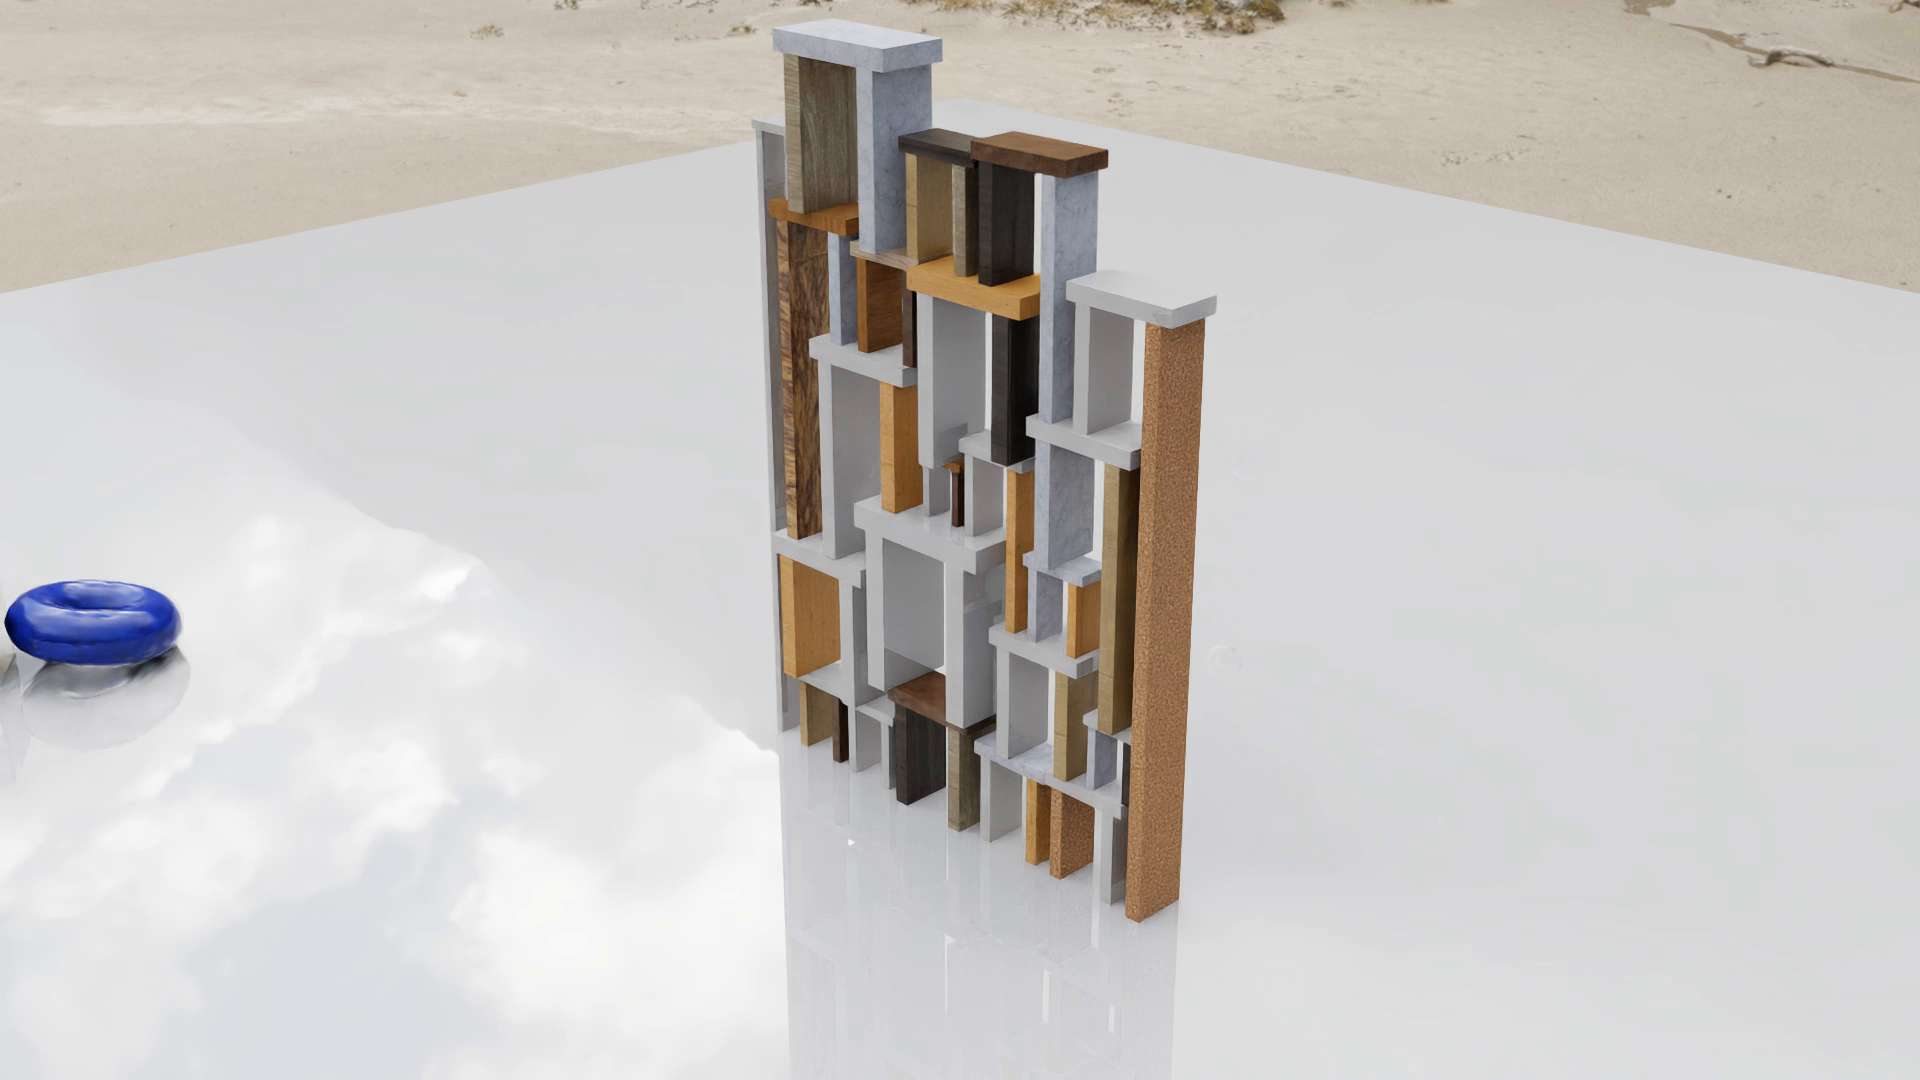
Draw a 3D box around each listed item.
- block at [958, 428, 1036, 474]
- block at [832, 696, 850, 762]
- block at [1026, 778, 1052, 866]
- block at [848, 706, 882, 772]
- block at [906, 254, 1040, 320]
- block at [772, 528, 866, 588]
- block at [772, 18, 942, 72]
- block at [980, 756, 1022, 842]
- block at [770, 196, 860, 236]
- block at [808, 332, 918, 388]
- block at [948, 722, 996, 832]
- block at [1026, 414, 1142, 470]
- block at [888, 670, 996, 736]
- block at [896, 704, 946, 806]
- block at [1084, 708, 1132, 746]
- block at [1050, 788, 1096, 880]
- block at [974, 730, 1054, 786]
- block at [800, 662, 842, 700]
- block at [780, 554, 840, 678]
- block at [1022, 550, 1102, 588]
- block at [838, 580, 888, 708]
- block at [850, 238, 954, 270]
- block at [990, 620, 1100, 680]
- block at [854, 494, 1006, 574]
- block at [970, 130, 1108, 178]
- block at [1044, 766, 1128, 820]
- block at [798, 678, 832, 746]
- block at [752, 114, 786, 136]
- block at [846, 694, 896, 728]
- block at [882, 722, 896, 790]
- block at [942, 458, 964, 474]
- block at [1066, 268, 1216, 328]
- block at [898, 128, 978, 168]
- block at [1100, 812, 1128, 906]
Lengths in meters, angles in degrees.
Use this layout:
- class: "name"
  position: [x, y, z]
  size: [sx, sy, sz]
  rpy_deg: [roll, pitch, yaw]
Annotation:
- class: "block"
  position: [0.083, -0.165, 4.065]
  size: [0.081, 0.023, 0.163]
  rpy_deg: [-21, 31, -40]
- class: "block"
  position: [-0.234, 0.387, 4.650]
  size: [0.077, 0.155, 0.022]
  rpy_deg: [-21, 31, -41]
- class: "block"
  position: [0.170, 0.531, 4.272]
  size: [0.026, 0.185, 0.093]
  rpy_deg: [21, 31, 41]
- class: "block"
  position: [-0.198, 0.406, 4.611]
  size: [0.021, 0.151, 0.076]
  rpy_deg: [21, 31, 41]
- class: "block"
  position: [0.052, -0.458, 3.959]
  size: [0.280, 0.040, 0.140]
  rpy_deg: [21, 31, 40]
- class: "block"
  position: [-0.246, 0.023, 4.507]
  size: [0.136, 0.039, 0.273]
  rpy_deg: [-21, 31, -40]
- class: "block"
  position: [-0.190, -0.910, 4.041]
  size: [0.298, 0.042, 0.149]
  rpy_deg: [21, 31, 40]
- class: "block"
  position: [0.082, 0.497, 4.352]
  size: [0.026, 0.185, 0.093]
  rpy_deg: [21, 31, 41]
- class: "block"
  position: [-0.254, -0.631, 4.239]
  size: [0.110, 0.031, 0.220]
  rpy_deg: [-21, 31, -40]
- class: "block"
  position: [-0.155, -0.356, 4.244]
  size: [0.263, 0.037, 0.131]
  rpy_deg: [21, 31, 40]
- class: "block"
  position: [0.027, 0.460, 4.389]
  size: [0.032, 0.225, 0.113]
  rpy_deg: [21, 31, 41]
- class: "block"
  position: [0.247, -0.185, 3.878]
  size: [0.122, 0.035, 0.245]
  rpy_deg: [-21, 31, -41]
- class: "block"
  position: [-0.026, 0.321, 4.388]
  size: [0.112, 0.032, 0.225]
  rpy_deg: [-21, 31, -40]
- class: "block"
  position: [-0.079, 0.418, 4.487]
  size: [0.112, 0.225, 0.032]
  rpy_deg: [-21, 31, -41]
- class: "block"
  position: [0.296, 0.341, 4.041]
  size: [0.064, 0.018, 0.129]
  rpy_deg: [-21, 31, -40]
- class: "block"
  position: [0.217, 0.547, 4.225]
  size: [0.027, 0.193, 0.096]
  rpy_deg: [21, 31, 41]
- class: "block"
  position: [0.126, 0.416, 4.271]
  size: [0.185, 0.026, 0.093]
  rpy_deg: [21, 31, 41]
- class: "block"
  position: [-0.270, 0.291, 4.650]
  size: [0.155, 0.022, 0.077]
  rpy_deg: [21, 31, 41]
- class: "block"
  position: [-0.310, 0.141, 4.627]
  size: [0.039, 0.273, 0.136]
  rpy_deg: [21, 31, 41]
- class: "block"
  position: [0.194, 0.046, 4.029]
  size: [0.074, 0.021, 0.148]
  rpy_deg: [-21, 30, -41]
- class: "block"
  position: [-0.181, 0.193, 4.509]
  size: [0.136, 0.277, 0.039]
  rpy_deg: [-21, 31, -40]
- class: "block"
  position: [-0.109, -0.538, 4.115]
  size: [0.185, 0.026, 0.093]
  rpy_deg: [21, 31, 40]
- class: "block"
  position: [0.173, 0.195, 4.124]
  size: [0.112, 0.032, 0.223]
  rpy_deg: [-21, 31, -41]
- class: "block"
  position: [-0.030, -0.026, 4.246]
  size: [0.167, 0.047, 0.335]
  rpy_deg: [-21, 31, -41]
- class: "block"
  position: [0.136, -0.665, 3.791]
  size: [0.220, 0.031, 0.110]
  rpy_deg: [20, 30, 40]
- class: "block"
  position: [0.262, 0.463, 4.140]
  size: [0.096, 0.027, 0.193]
  rpy_deg: [-21, 31, -41]
- class: "block"
  position: [-0.307, 0.359, 4.717]
  size: [0.022, 0.155, 0.077]
  rpy_deg: [21, 31, 41]
- class: "block"
  position: [-0.340, -0.802, 4.258]
  size: [0.063, 0.018, 0.125]
  rpy_deg: [-21, 31, -40]
- class: "block"
  position: [-0.163, 0.340, 4.544]
  size: [0.076, 0.021, 0.151]
  rpy_deg: [-21, 31, -41]
- class: "block"
  position: [-0.127, 0.434, 4.545]
  size: [0.021, 0.151, 0.076]
  rpy_deg: [21, 31, 41]
- class: "block"
  position: [-0.021, -0.156, 4.176]
  size: [0.058, 0.016, 0.115]
  rpy_deg: [-21, 31, -40]
- class: "block"
  position: [0.306, -0.411, 3.725]
  size: [0.234, 0.033, 0.117]
  rpy_deg: [21, 31, 40]
- class: "block"
  position: [-0.009, -0.703, 3.939]
  size: [0.097, 0.027, 0.194]
  rpy_deg: [-21, 31, -40]
- class: "block"
  position: [0.307, 0.582, 4.141]
  size: [0.096, 0.193, 0.027]
  rpy_deg: [-21, 31, -41]
